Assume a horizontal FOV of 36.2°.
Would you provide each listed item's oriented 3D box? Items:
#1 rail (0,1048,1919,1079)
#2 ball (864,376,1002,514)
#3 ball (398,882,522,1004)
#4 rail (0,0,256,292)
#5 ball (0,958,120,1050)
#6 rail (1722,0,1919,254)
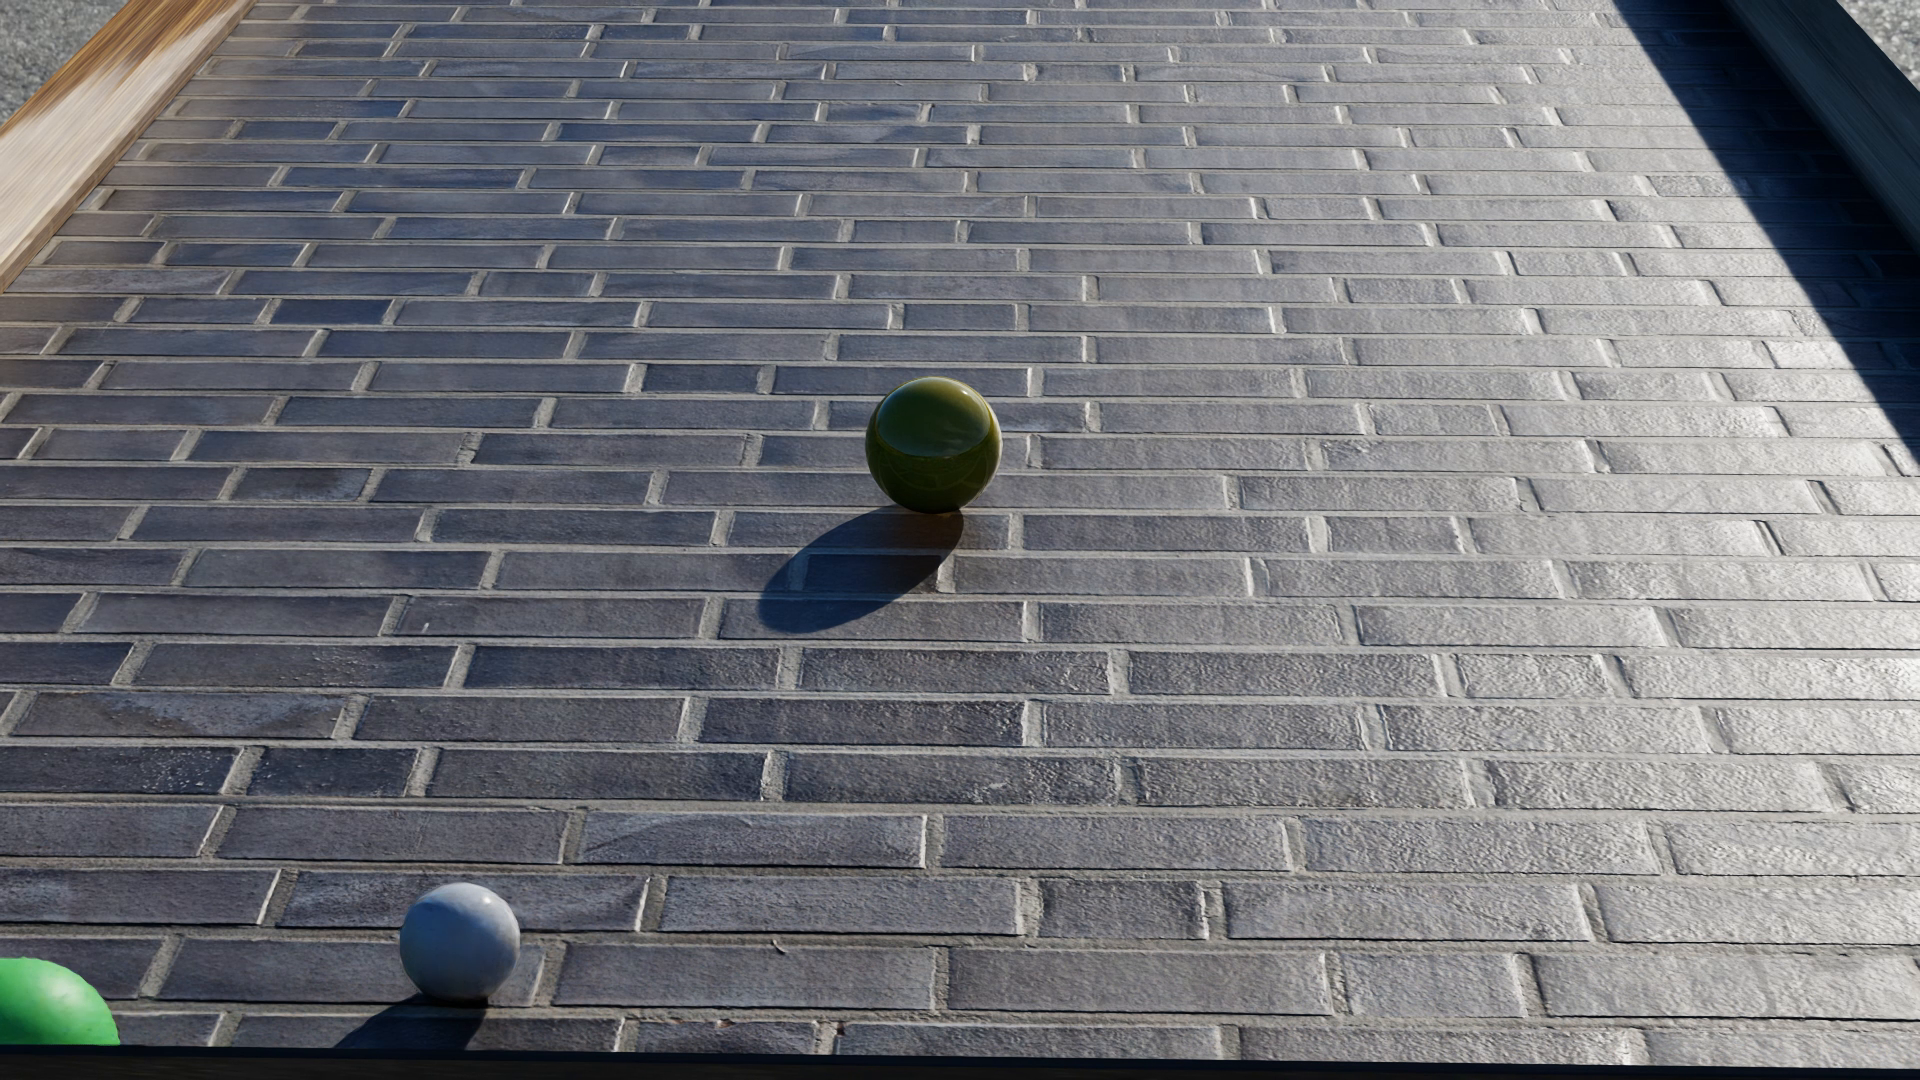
[{"bbox_3d":[-0.014,0.266,1.296,1.598,0.123,0.045,1,26,1],"label":"rail"},{"bbox_3d":[-0.018,-0.065,2.017,0.095,0.095,0.095,0,26,0],"label":"ball"},{"bbox_3d":[-0.254,0.205,1.496,0.061,0.061,0.061,0,26,0],"label":"ball"},{"bbox_3d":[-0.760,-0.323,2.516,0.045,0.123,2.724,1,26,1],"label":"rail"},{"bbox_3d":[-0.443,0.243,1.379,0.095,0.095,0.095,0,26,0],"label":"ball"},{"bbox_3d":[0.790,-0.308,2.485,0.045,0.123,2.724,1,26,1],"label":"rail"}]
